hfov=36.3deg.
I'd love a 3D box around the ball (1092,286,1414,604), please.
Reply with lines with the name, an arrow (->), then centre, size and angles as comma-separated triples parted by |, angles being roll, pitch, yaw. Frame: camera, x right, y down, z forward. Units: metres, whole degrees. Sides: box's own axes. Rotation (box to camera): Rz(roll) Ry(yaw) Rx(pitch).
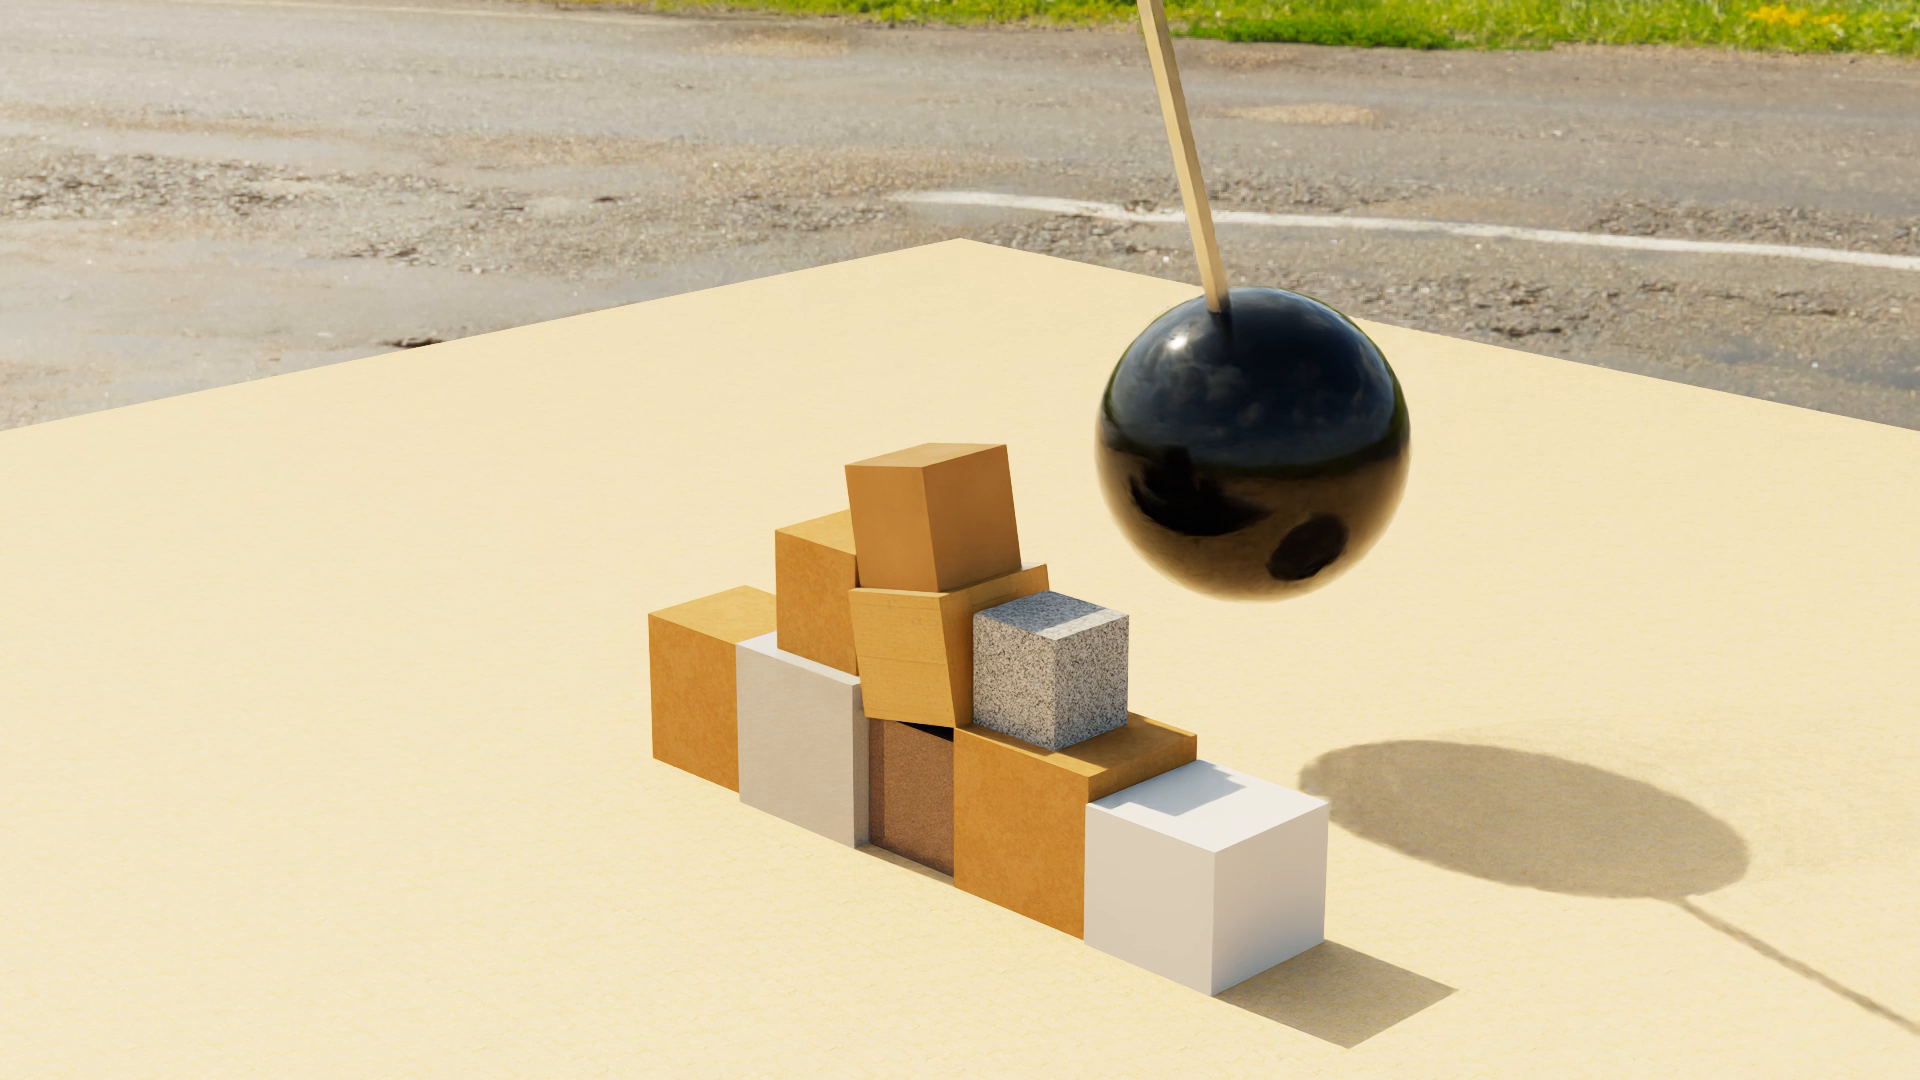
ball -> 1.467, -0.474, 14.730 | 1.600, 1.600, 1.600 | 0, 17, 0

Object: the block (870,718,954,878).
block -> 0.012, 1.114, 13.693 | 0.604, 0.663, 0.614 | -17, 24, -42

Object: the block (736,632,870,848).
block -> -0.512, 0.891, 14.149 | 0.773, 0.817, 0.818 | -17, 24, -42

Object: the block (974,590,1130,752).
block -> 0.405, 0.575, 13.079 | 0.479, 0.517, 0.499 | -17, 24, -42

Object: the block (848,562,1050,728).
block -> -0.020, 0.462, 13.500 | 0.697, 0.599, 0.603 | -17, 14, -42

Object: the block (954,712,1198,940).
block -> 0.514, 1.220, 13.176 | 0.716, 0.771, 0.817 | -17, 24, -42

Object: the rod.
rod -> 0.636, -3.269, 12.981 | 0.080, 5.200, 0.080 | 17, 44, 42

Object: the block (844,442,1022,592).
block -> -0.122, -0.110, 13.414 | 0.540, 0.573, 0.516 | -17, 14, -42

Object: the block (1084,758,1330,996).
block -> 1.062, 1.442, 12.665 | 0.758, 0.655, 0.722 | -17, 24, -42

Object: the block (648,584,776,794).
block -> -1.068, 0.744, 14.688 | 0.640, 0.773, 0.737 | -17, 24, -42

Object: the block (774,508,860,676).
block -> -0.467, 0.228, 13.907 | 0.548, 0.592, 0.598 | 17, 24, 42
